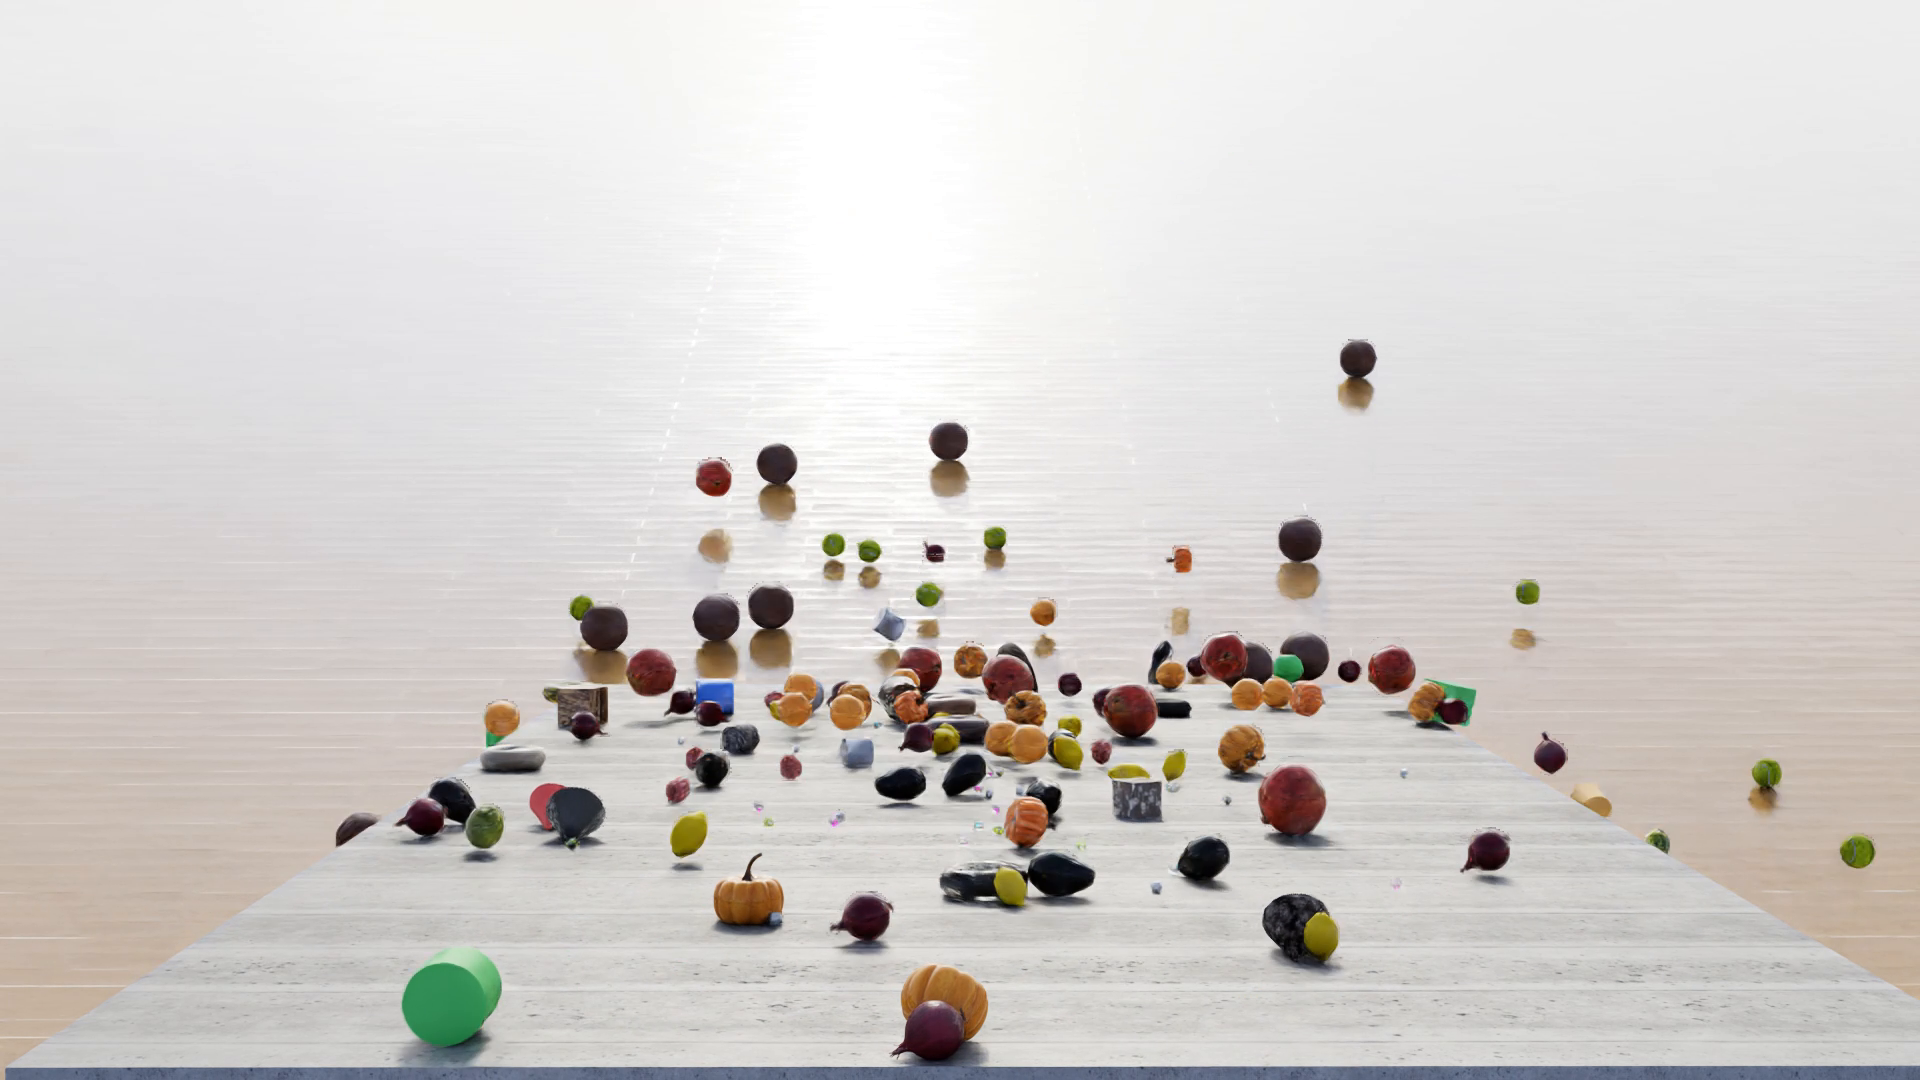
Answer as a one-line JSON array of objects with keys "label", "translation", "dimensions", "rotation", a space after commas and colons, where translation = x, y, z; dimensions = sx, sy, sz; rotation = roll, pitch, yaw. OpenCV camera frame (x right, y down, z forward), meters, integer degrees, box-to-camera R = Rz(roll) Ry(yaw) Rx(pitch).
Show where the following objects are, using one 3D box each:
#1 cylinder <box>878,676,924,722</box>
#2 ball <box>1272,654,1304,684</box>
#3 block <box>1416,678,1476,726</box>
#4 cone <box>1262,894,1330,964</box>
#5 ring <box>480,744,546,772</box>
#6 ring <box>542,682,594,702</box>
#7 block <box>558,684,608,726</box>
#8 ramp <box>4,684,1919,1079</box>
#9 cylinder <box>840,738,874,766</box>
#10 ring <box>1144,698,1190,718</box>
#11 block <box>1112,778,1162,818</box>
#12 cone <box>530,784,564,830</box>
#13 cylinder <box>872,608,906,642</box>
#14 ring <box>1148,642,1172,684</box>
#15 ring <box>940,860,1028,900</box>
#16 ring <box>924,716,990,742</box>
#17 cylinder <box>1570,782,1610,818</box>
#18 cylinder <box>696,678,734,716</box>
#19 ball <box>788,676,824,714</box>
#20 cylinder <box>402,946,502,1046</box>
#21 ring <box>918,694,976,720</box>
[{"label": "cylinder", "translation": [-0.130, 0.350, 5.680], "dimensions": [0.088, 0.088, 0.088], "rotation": [-4, 10, -10]}, {"label": "ball", "translation": [0.832, 0.327, 6.533], "dimensions": [0.077, 0.077, 0.077], "rotation": [0, 24, 0]}, {"label": "block", "translation": [1.076, 0.359, 5.698], "dimensions": [0.084, 0.084, 0.084], "rotation": [11, 2, -24]}, {"label": "cone", "translation": [0.402, 0.480, 3.078], "dimensions": [0.083, 0.083, 0.083], "rotation": [3, 29, 6]}, {"label": "ring", "translation": [-0.844, 0.411, 4.861], "dimensions": [0.123, 0.041, 0.123], "rotation": [-1, 3, 0]}, {"label": "ring", "translation": [-0.928, 0.362, 6.128], "dimensions": [0.128, 0.043, 0.128], "rotation": [-1, 2, 0]}, {"label": "block", "translation": [-0.824, 0.361, 5.628], "dimensions": [0.080, 0.080, 0.080], "rotation": [1, 2, 23]}, {"label": "ramp", "translation": [0.054, 0.493, 4.543], "dimensions": [2.000, 0.100, 4.000], "rotation": [0, 2, 0]}, {"label": "cylinder", "translation": [-0.196, 0.403, 4.899], "dimensions": [0.052, 0.052, 0.052], "rotation": [-1, 23, -18]}, {"label": "ring", "translation": [0.466, 0.377, 5.789], "dimensions": [0.108, 0.036, 0.108], "rotation": [1, 1, 0]}, {"label": "block", "translation": [0.292, 0.425, 4.245], "dimensions": [0.058, 0.058, 0.058], "rotation": [-1, 3, -30]}, {"label": "cone", "translation": [-0.656, 0.442, 4.118], "dimensions": [0.077, 0.077, 0.077], "rotation": [0, 29, -1]}, {"label": "cylinder", "translation": [-0.192, 0.229, 6.957], "dimensions": [0.069, 0.069, 0.069], "rotation": [33, 16, -19]}, {"label": "ring", "translation": [0.520, 0.324, 6.679], "dimensions": [0.042, 0.127, 0.127], "rotation": [14, 26, 13]}, {"label": "ring", "translation": [0.033, 0.463, 3.500], "dimensions": [0.122, 0.041, 0.122], "rotation": [-1, 3, 0]}, {"label": "ring", "translation": [-0.006, 0.390, 5.319], "dimensions": [0.141, 0.047, 0.141], "rotation": [-1, 1, 0]}, {"label": "cylinder", "translation": [1.092, 0.454, 4.457], "dimensions": [0.053, 0.053, 0.053], "rotation": [-3, 23, -7]}, {"label": "cylinder", "translation": [-0.552, 0.353, 5.789], "dimensions": [0.080, 0.080, 0.080], "rotation": [-1, 24, -9]}, {"label": "ball", "translation": [-0.350, 0.351, 5.844], "dimensions": [0.085, 0.085, 0.085], "rotation": [0, 24, 0]}, {"label": "cylinder", "translation": [-0.526, 0.472, 2.671], "dimensions": [0.086, 0.086, 0.086], "rotation": [0, 2, 0]}, {"label": "ring", "translation": [-0.034, 0.373, 5.737], "dimensions": [0.144, 0.048, 0.144], "rotation": [-4, 3, 0]}]
